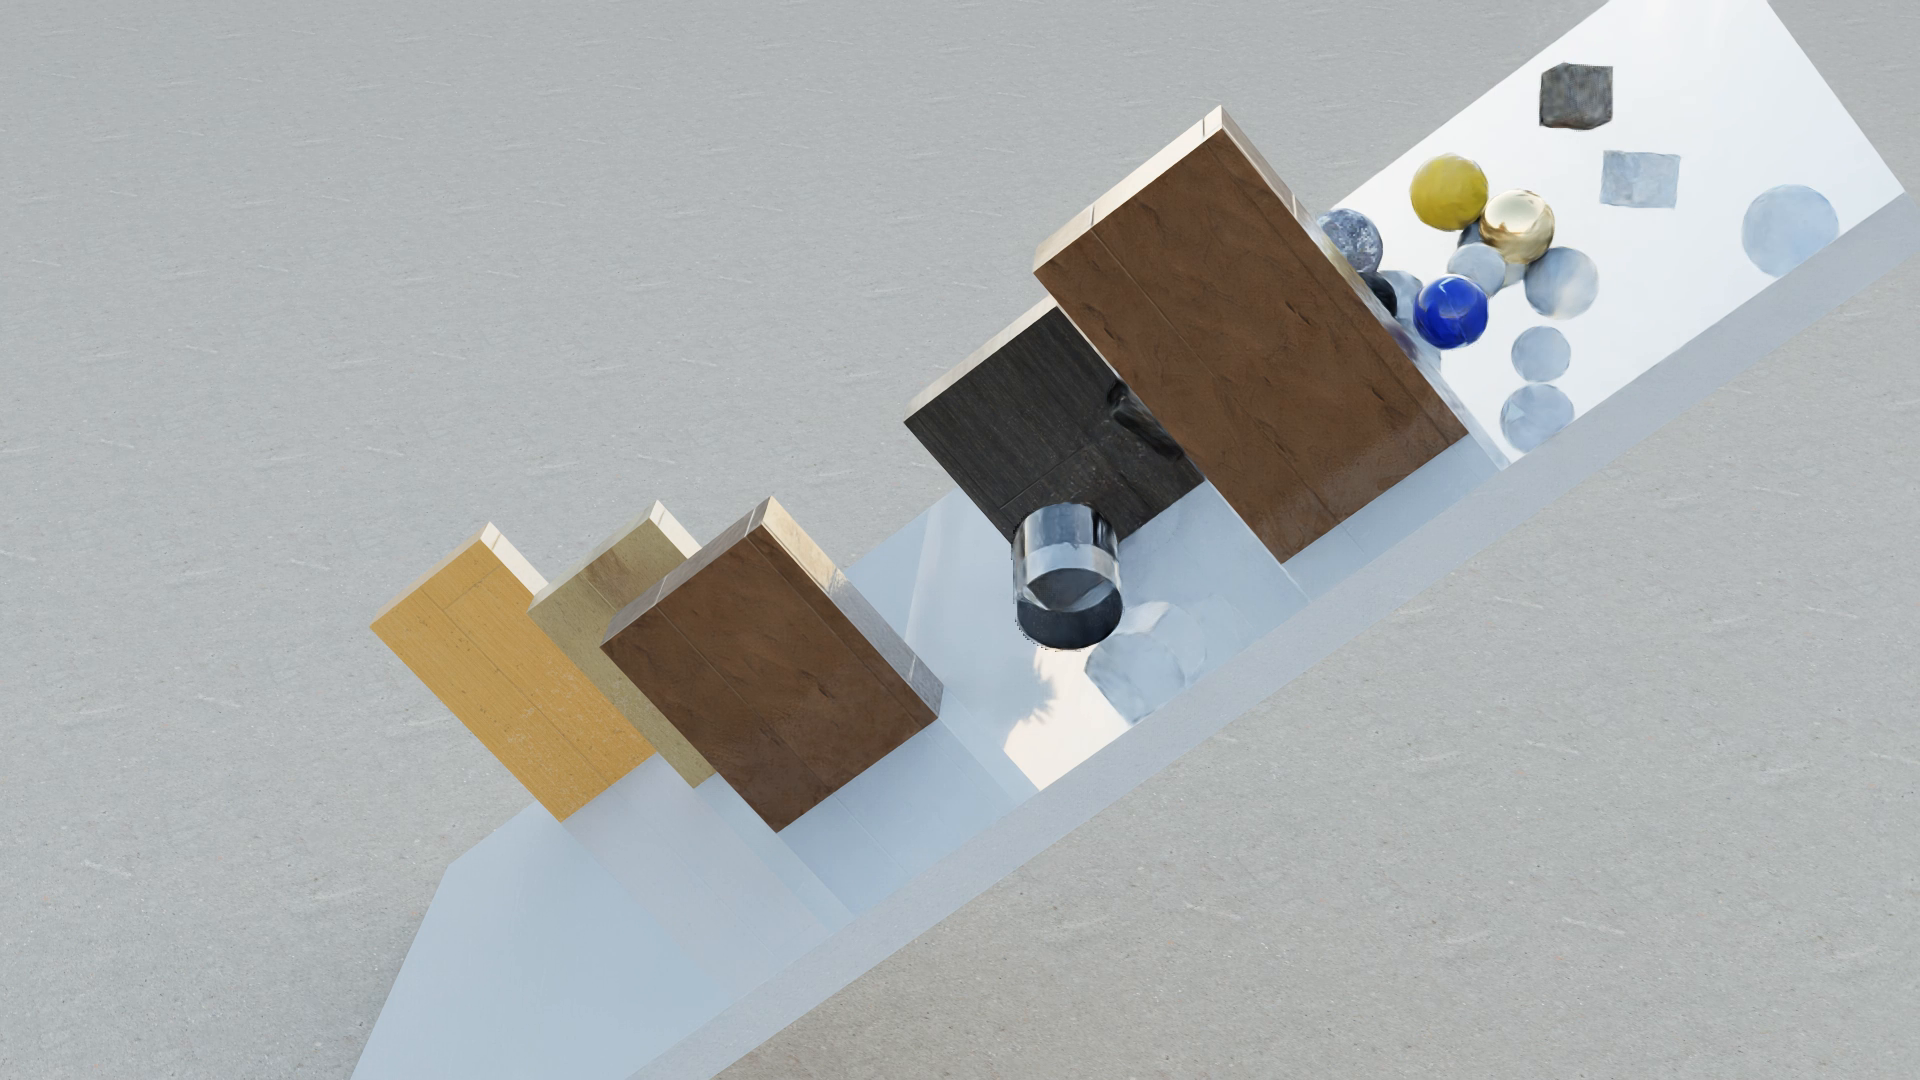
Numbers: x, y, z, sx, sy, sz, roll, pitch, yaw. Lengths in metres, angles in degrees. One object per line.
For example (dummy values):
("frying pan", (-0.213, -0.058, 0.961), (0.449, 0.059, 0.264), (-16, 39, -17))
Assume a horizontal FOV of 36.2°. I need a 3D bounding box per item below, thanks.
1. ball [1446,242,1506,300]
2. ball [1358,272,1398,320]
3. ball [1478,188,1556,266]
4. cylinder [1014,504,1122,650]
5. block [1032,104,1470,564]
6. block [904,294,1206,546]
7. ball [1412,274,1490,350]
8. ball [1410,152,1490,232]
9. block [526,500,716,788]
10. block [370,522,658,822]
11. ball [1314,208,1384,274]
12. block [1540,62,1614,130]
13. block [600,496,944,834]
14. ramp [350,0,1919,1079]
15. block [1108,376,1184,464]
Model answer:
("ball", (0.978, -0.507, 5.577), (0.113, 0.113, 0.113), (0, 24, 0))
("ball", (0.818, -0.474, 5.982), (0.143, 0.143, 0.143), (0, 24, 0))
("ball", (1.083, -0.608, 5.717), (0.148, 0.148, 0.148), (0, 24, 0))
("cylinder", (0.211, 0.071, 5.785), (0.207, 0.207, 0.207), (0, 37, -1))
("block", (0.527, -0.364, 5.317), (0.423, 0.722, 0.148), (-36, 16, 18))
("block", (0.198, -0.205, 6.114), (0.409, 0.487, 0.110), (-36, 16, 18))
("ball", (0.903, -0.419, 5.407), (0.140, 0.140, 0.140), (0, 24, 0))
("ball", (1.022, -0.726, 6.146), (0.164, 0.164, 0.164), (0, 24, 0))
("block", (-0.655, 0.245, 6.777), (0.386, 0.575, 0.103), (-36, 16, 18))
("block", (-1.082, 0.335, 7.326), (0.385, 0.697, 0.105), (-36, 16, 18))
("ball", (0.822, -0.626, 6.333), (0.176, 0.176, 0.176), (0, 24, 0))
("block", (1.248, -0.897, 5.958), (0.109, 0.109, 0.109), (3, -3, -13))
("block", (-0.388, 0.264, 6.129), (0.449, 0.554, 0.149), (-36, 16, 18))
("ramp", (0.118, 0.187, 6.346), (4.000, 0.100, 2.000), (-36, 16, 18))
("block", (0.386, -0.269, 5.551), (0.152, 0.152, 0.152), (36, 18, -11))
